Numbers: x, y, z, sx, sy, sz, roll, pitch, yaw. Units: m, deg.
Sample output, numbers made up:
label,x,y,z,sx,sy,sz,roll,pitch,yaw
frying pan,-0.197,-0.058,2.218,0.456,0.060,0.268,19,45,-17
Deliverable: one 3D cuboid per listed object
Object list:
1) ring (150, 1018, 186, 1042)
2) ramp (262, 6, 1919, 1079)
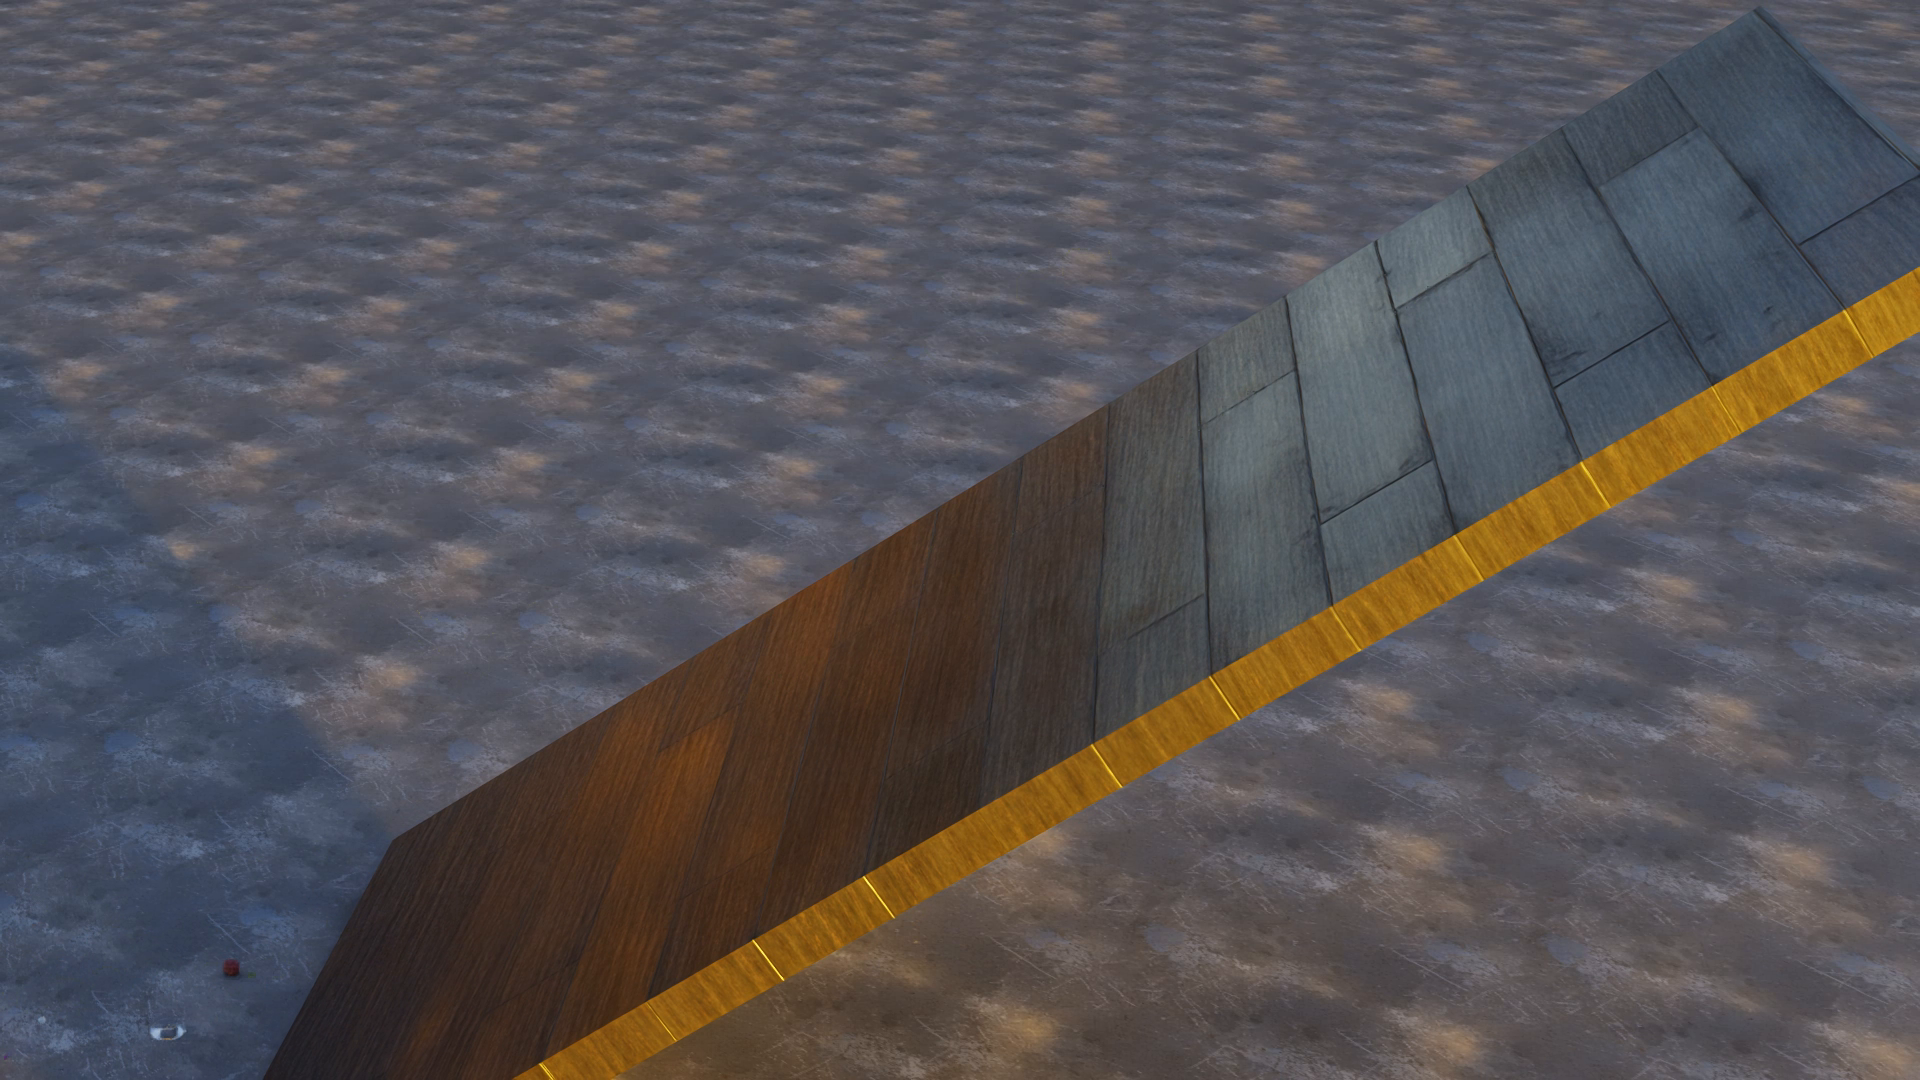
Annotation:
label,x,y,z,sx,sy,sz,roll,pitch,yaw
ring,-1.866,1.152,6.928,0.083,0.028,0.083,1,21,0
ramp,0.139,0.171,6.298,4.000,0.100,2.000,-31,16,14
